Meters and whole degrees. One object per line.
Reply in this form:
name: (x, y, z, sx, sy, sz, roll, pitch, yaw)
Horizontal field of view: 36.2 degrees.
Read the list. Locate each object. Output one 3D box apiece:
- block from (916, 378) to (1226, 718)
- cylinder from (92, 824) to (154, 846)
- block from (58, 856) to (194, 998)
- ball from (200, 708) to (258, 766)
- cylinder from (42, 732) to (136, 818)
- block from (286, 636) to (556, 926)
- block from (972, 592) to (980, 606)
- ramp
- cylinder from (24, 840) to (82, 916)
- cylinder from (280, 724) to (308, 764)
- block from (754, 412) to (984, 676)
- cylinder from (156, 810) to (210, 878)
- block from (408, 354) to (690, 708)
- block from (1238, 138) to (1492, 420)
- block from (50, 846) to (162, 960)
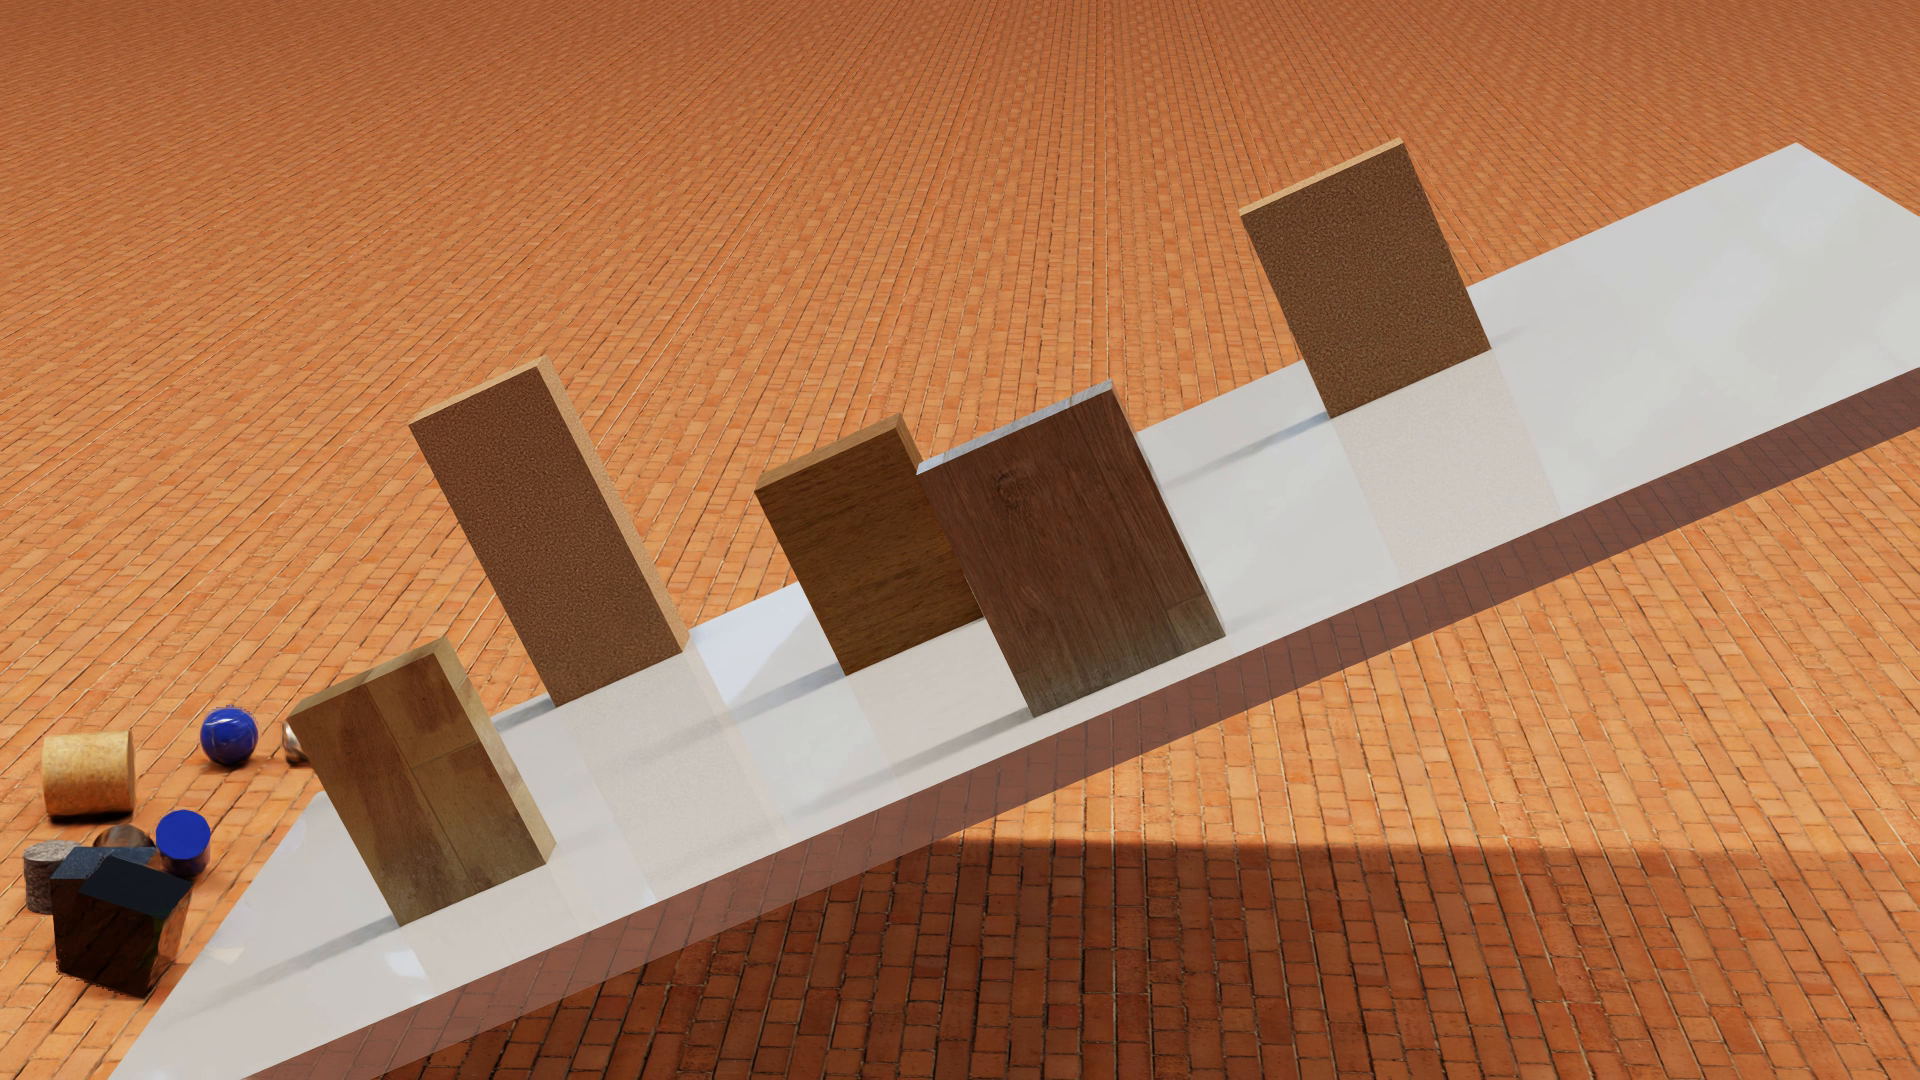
block: (0.206, 0.018, 5.387, 0.387, 0.509, 0.087, -24, 13, 9)
cylinder: (-2.025, 0.788, 7.093, 0.157, 0.157, 0.157, -3, 16, -9)
block: (-1.872, 0.868, 6.609, 0.204, 0.204, 0.204, 18, 18, -1)
ball: (-1.988, 0.535, 7.998, 0.157, 0.157, 0.157, 0, 16, 0)
cylinder: (-2.260, 0.609, 7.635, 0.209, 0.209, 0.209, -3, 16, -11)
block: (-1.097, 0.494, 6.009, 0.340, 0.495, 0.117, -24, 13, 9)
block: (0.083, 0.082, 6.251, 0.110, 0.110, 0.110, -24, 13, 9)
ramp: (0.135, 0.169, 6.283, 4.000, 0.100, 2.000, -24, 13, 9)
cylinder: (-2.168, 0.809, 7.050, 0.138, 0.138, 0.138, 0, 16, 0)
cylinder: (-1.784, 0.547, 8.025, 0.111, 0.111, 0.111, -12, 19, -22)
block: (-0.186, 0.009, 6.289, 0.331, 0.450, 0.146, -24, 13, 9)
cylinder: (-1.900, 0.745, 7.197, 0.129, 0.129, 0.129, -4, -26, -15)
block: (-0.998, -0.020, 7.183, 0.350, 0.784, 0.139, -24, 13, 9)
block: (0.886, -0.571, 6.435, 0.381, 0.496, 0.089, -24, 13, 9)
block: (-1.976, 0.841, 6.824, 0.199, 0.199, 0.199, 0, 16, 0)
